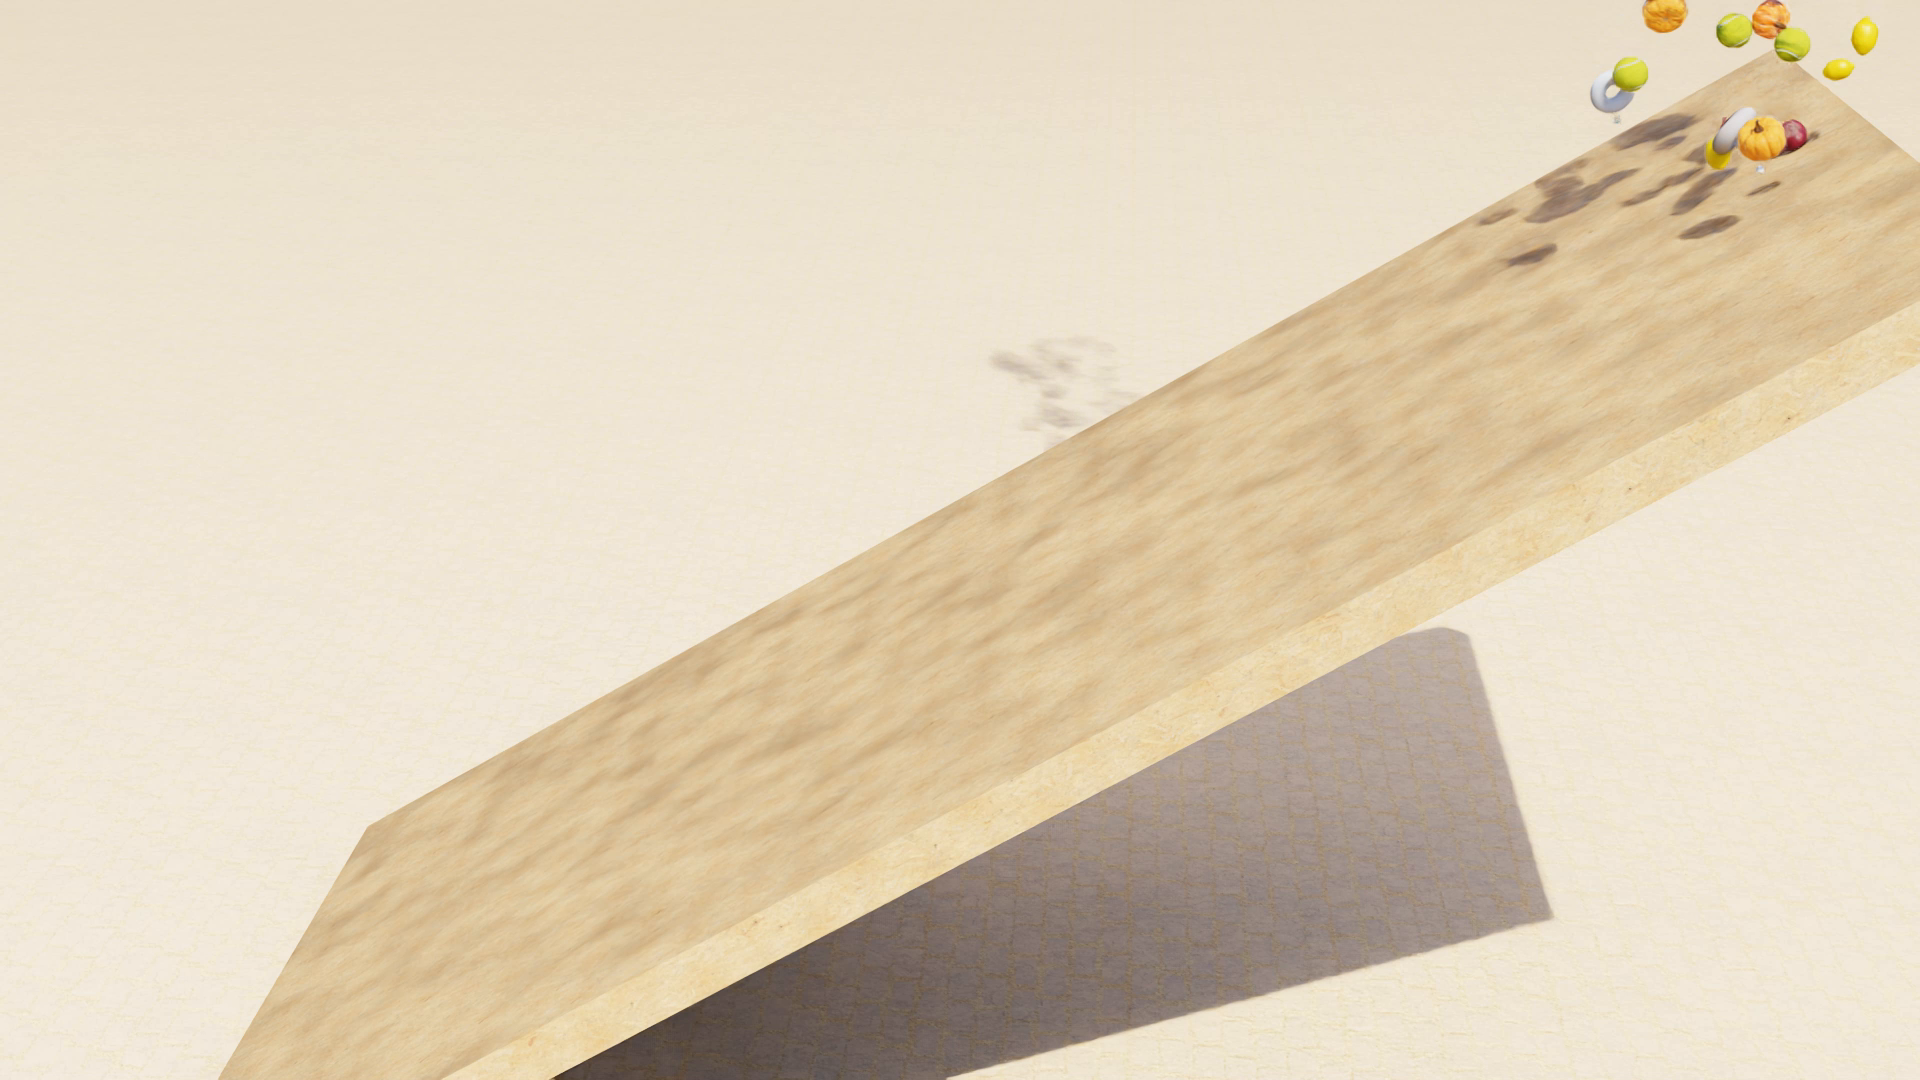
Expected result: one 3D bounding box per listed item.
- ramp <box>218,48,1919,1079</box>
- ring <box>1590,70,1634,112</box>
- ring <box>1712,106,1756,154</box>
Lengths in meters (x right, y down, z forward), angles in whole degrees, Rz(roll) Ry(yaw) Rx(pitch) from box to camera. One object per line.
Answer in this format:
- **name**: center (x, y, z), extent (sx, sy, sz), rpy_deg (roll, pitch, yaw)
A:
- **ramp**: center (0.142, 0.168, 6.287), extent (4.000, 0.100, 2.000), rpy_deg (-29, 15, 12)
- **ring**: center (1.313, -0.902, 5.913), extent (0.094, 0.094, 0.031), rpy_deg (-4, 32, -11)
- **ring**: center (1.553, -0.821, 5.898), extent (0.037, 0.112, 0.112), rpy_deg (43, 34, 14)
